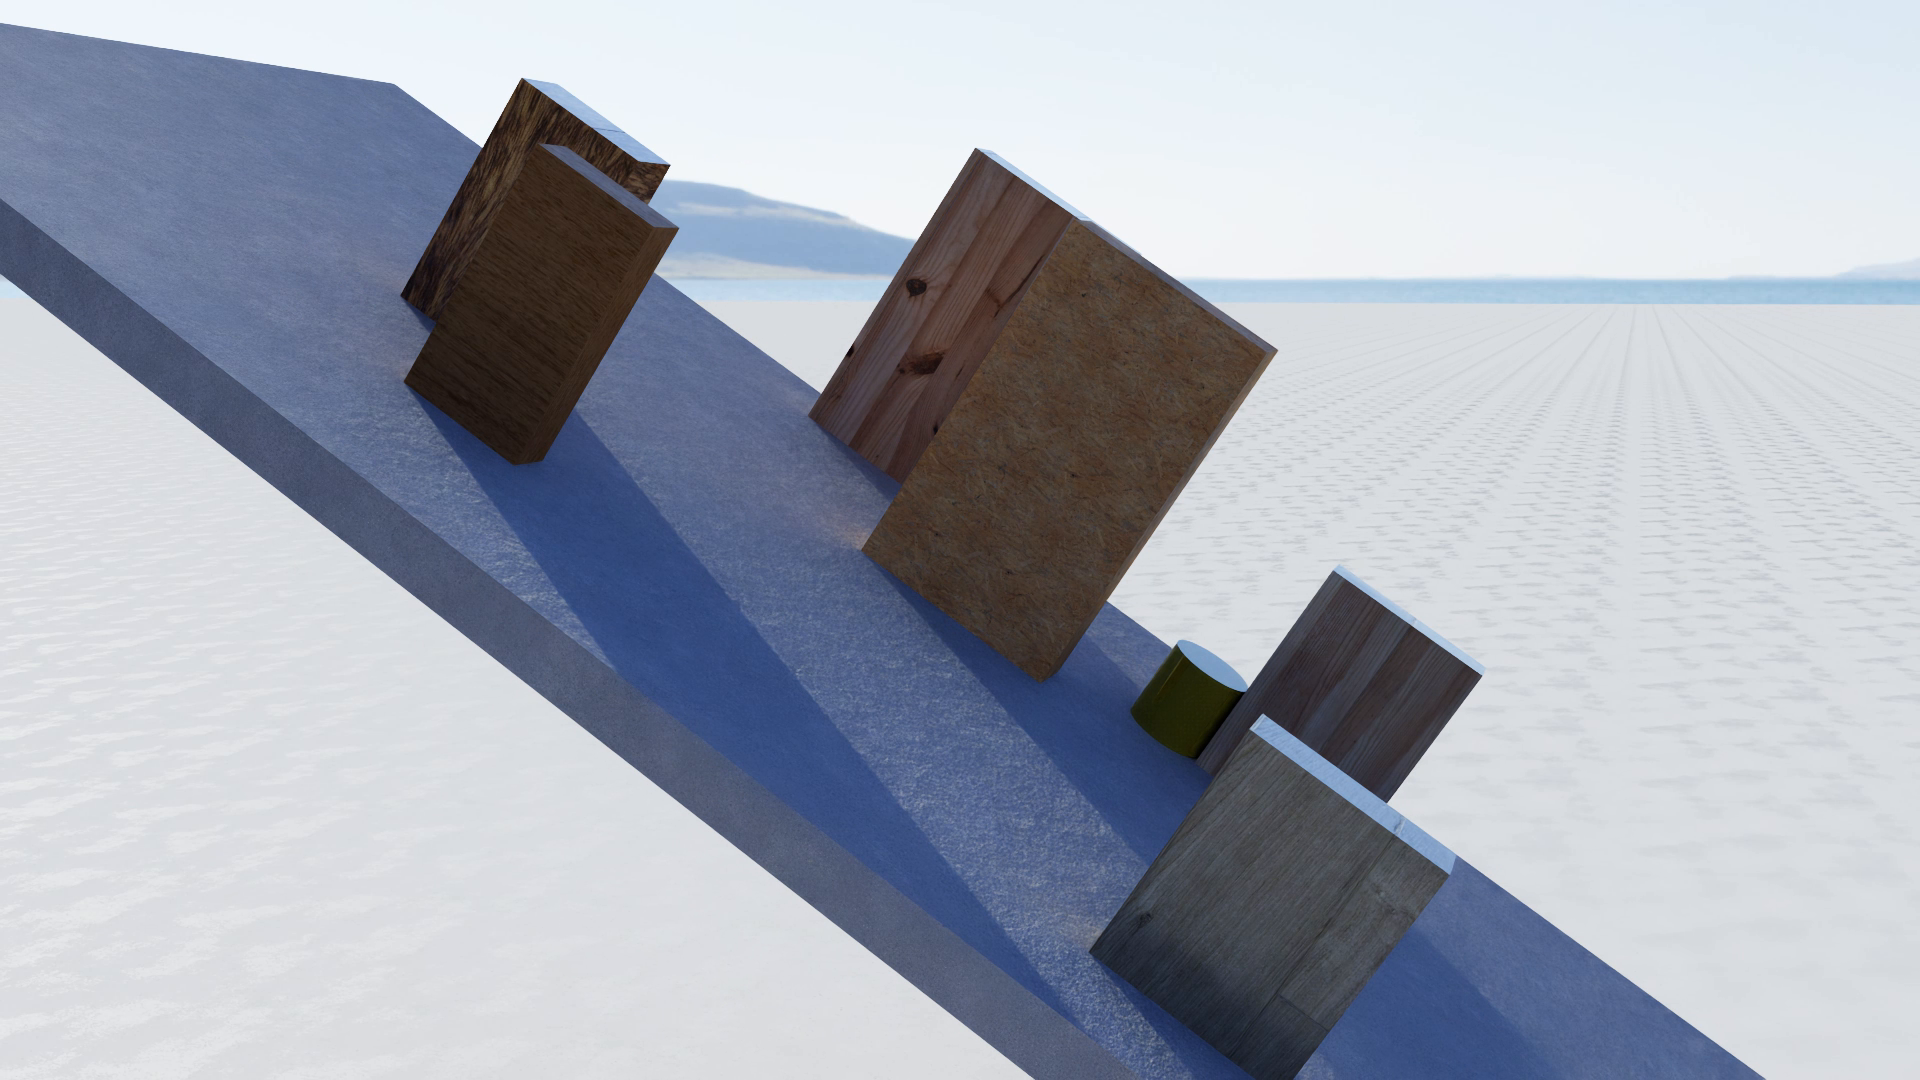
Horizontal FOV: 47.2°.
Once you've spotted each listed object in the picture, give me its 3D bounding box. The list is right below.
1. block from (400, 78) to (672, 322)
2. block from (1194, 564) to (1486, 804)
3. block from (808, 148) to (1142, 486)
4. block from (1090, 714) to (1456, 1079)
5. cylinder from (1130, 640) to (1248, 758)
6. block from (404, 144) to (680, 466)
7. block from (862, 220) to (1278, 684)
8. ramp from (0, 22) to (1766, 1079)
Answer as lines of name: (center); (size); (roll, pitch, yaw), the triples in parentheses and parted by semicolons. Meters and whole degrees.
block: (-0.777, -0.566, 4.023); (0.272, 0.466, 0.138); (36, 15, 10)
block: (0.738, 0.343, 4.284); (0.343, 0.474, 0.092); (36, 15, 10)
block: (0.028, -0.449, 4.844); (0.410, 0.704, 0.129); (36, 15, 10)
block: (0.455, 0.533, 3.222); (0.344, 0.421, 0.116); (36, 15, 10)
cylinder: (0.456, 0.316, 4.376); (0.169, 0.169, 0.169); (31, 15, -9)
block: (-0.694, -0.387, 3.638); (0.243, 0.467, 0.100); (36, 15, 10)
block: (0.203, -0.168, 4.215); (0.438, 0.766, 0.134); (36, 15, 10)
ramp: (-0.116, 0.198, 4.094); (4.000, 0.100, 2.000); (36, 15, 10)
